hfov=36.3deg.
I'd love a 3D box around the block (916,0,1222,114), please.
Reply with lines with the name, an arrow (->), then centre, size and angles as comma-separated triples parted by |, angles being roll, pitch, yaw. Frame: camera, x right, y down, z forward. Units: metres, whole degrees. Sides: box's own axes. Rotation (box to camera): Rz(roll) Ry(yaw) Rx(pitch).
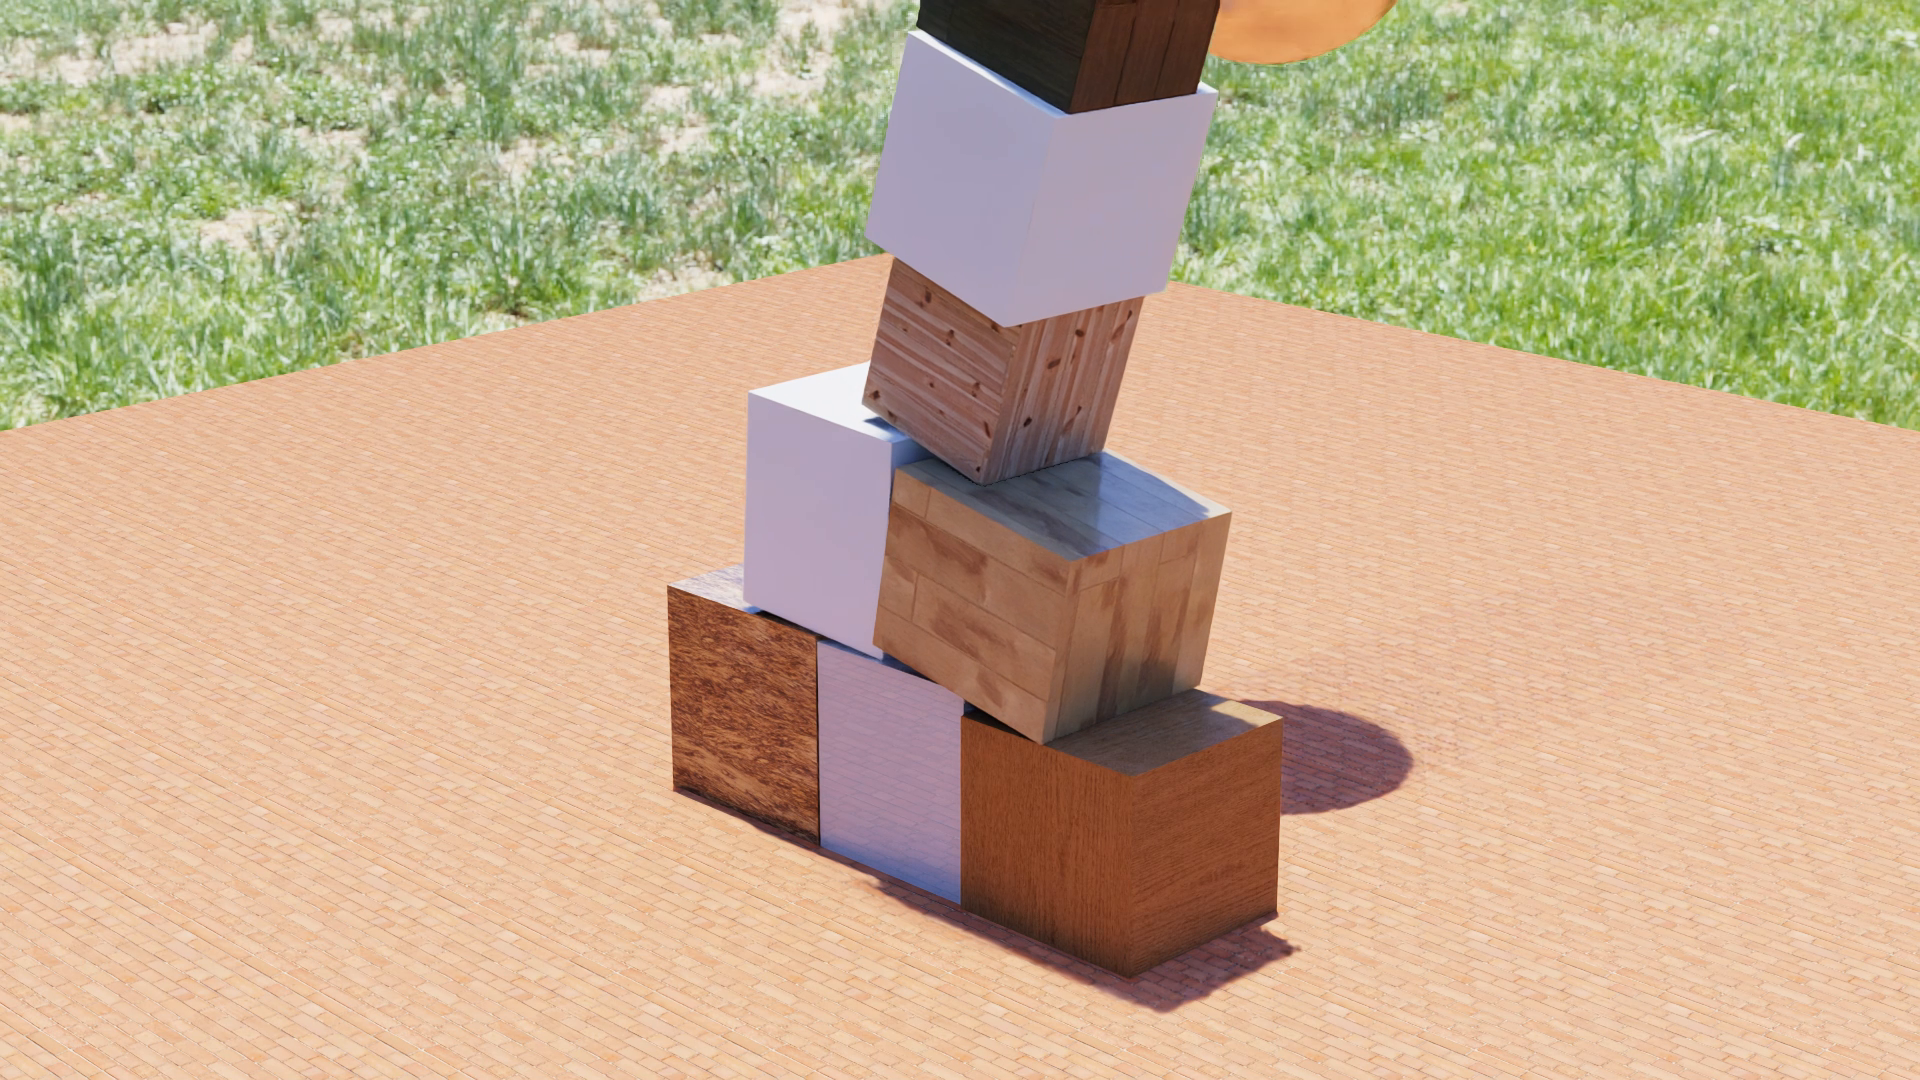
block -> 0.478, -2.318, 12.114 | 0.787, 0.722, 0.917 | -17, 41, -43

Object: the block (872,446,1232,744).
block -> 0.400, 0.170, 12.978 | 1.040, 0.869, 1.061 | -17, 34, -42

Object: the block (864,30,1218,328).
block -> 0.339, -1.602, 12.521 | 1.004, 0.947, 0.889 | -17, 41, -42

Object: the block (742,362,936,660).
block -> -0.329, -0.173, 13.674 | 0.943, 1.036, 0.956 | 21, 27, 40

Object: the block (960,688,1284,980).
block -> 0.709, 1.211, 12.958 | 0.986, 0.920, 1.010 | -17, 24, -42

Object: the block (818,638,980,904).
block -> 0.027, 0.950, 13.628 | 0.981, 1.016, 0.948 | -17, 24, -42

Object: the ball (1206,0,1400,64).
ball -> 1.467, -3.065, 13.916 | 1.600, 1.600, 1.600 | 0, 17, 0

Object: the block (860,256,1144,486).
block -> 0.187, -0.857, 12.980 | 0.789, 0.828, 0.786 | -17, 41, -43

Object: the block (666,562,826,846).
block -> -0.706, 0.726, 14.296 | 0.948, 1.043, 1.065 | -17, 24, -42
